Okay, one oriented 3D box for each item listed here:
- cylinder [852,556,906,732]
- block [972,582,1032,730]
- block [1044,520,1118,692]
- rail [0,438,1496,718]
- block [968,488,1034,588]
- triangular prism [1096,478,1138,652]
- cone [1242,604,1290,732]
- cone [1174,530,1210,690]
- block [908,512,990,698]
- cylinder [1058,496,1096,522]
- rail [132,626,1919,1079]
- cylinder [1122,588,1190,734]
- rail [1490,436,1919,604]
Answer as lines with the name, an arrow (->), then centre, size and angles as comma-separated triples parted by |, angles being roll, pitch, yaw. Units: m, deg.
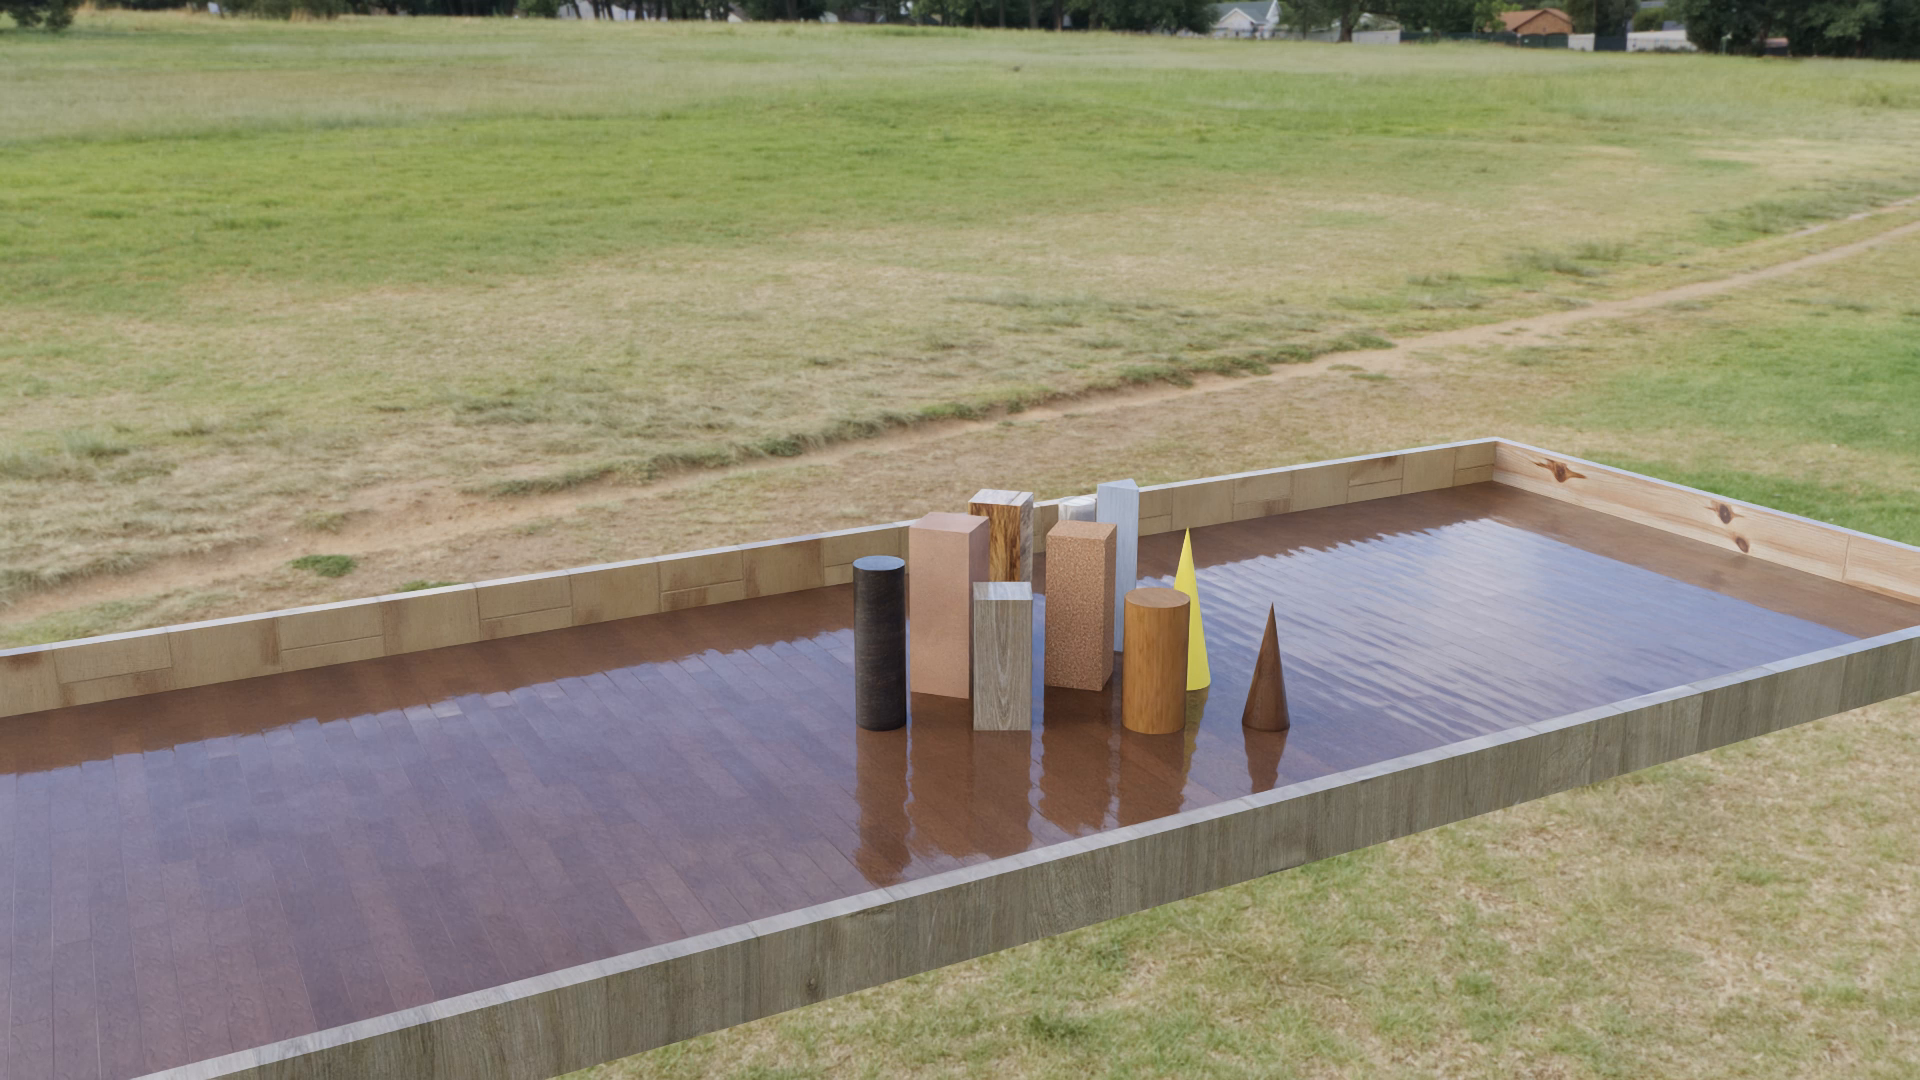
cylinder -> -0.186, 0.241, 3.840 | 0.120, 0.392, 0.120 | 0, 16, 0
block -> 0.098, 0.271, 3.865 | 0.134, 0.320, 0.134 | 0, 16, 0
block -> 0.301, 0.161, 4.114 | 0.146, 0.390, 0.146 | 5, 17, 16
rail -> -3.305, 0.497, 3.399 | 12.000, 0.150, 0.050 | -9, 18, -27
block -> 0.107, 0.083, 4.356 | 0.141, 0.405, 0.141 | 5, 17, 15
triangular prism -> 0.428, 0.065, 4.344 | 0.113, 0.445, 0.098 | 8, 18, 26
cone -> 0.721, 0.286, 3.844 | 0.114, 0.303, 0.114 | 0, 16, 0
cone -> 0.559, 0.158, 4.100 | 0.146, 0.404, 0.146 | 0, 16, 0
block -> -0.025, 0.159, 4.066 | 0.153, 0.422, 0.153 | 6, 17, 18
cylinder -> 0.323, 0.051, 4.591 | 0.102, 0.332, 0.102 | 0, 16, 0
rail -> -2.336, 1.006, 1.665 | 12.000, 0.150, 0.050 | -9, 18, -27
cylinder -> 0.456, 0.281, 3.852 | 0.151, 0.309, 0.151 | 0, 16, 0
rail -> 2.466, -0.048, 5.253 | 0.050, 0.150, 2.100 | -9, 18, -27
